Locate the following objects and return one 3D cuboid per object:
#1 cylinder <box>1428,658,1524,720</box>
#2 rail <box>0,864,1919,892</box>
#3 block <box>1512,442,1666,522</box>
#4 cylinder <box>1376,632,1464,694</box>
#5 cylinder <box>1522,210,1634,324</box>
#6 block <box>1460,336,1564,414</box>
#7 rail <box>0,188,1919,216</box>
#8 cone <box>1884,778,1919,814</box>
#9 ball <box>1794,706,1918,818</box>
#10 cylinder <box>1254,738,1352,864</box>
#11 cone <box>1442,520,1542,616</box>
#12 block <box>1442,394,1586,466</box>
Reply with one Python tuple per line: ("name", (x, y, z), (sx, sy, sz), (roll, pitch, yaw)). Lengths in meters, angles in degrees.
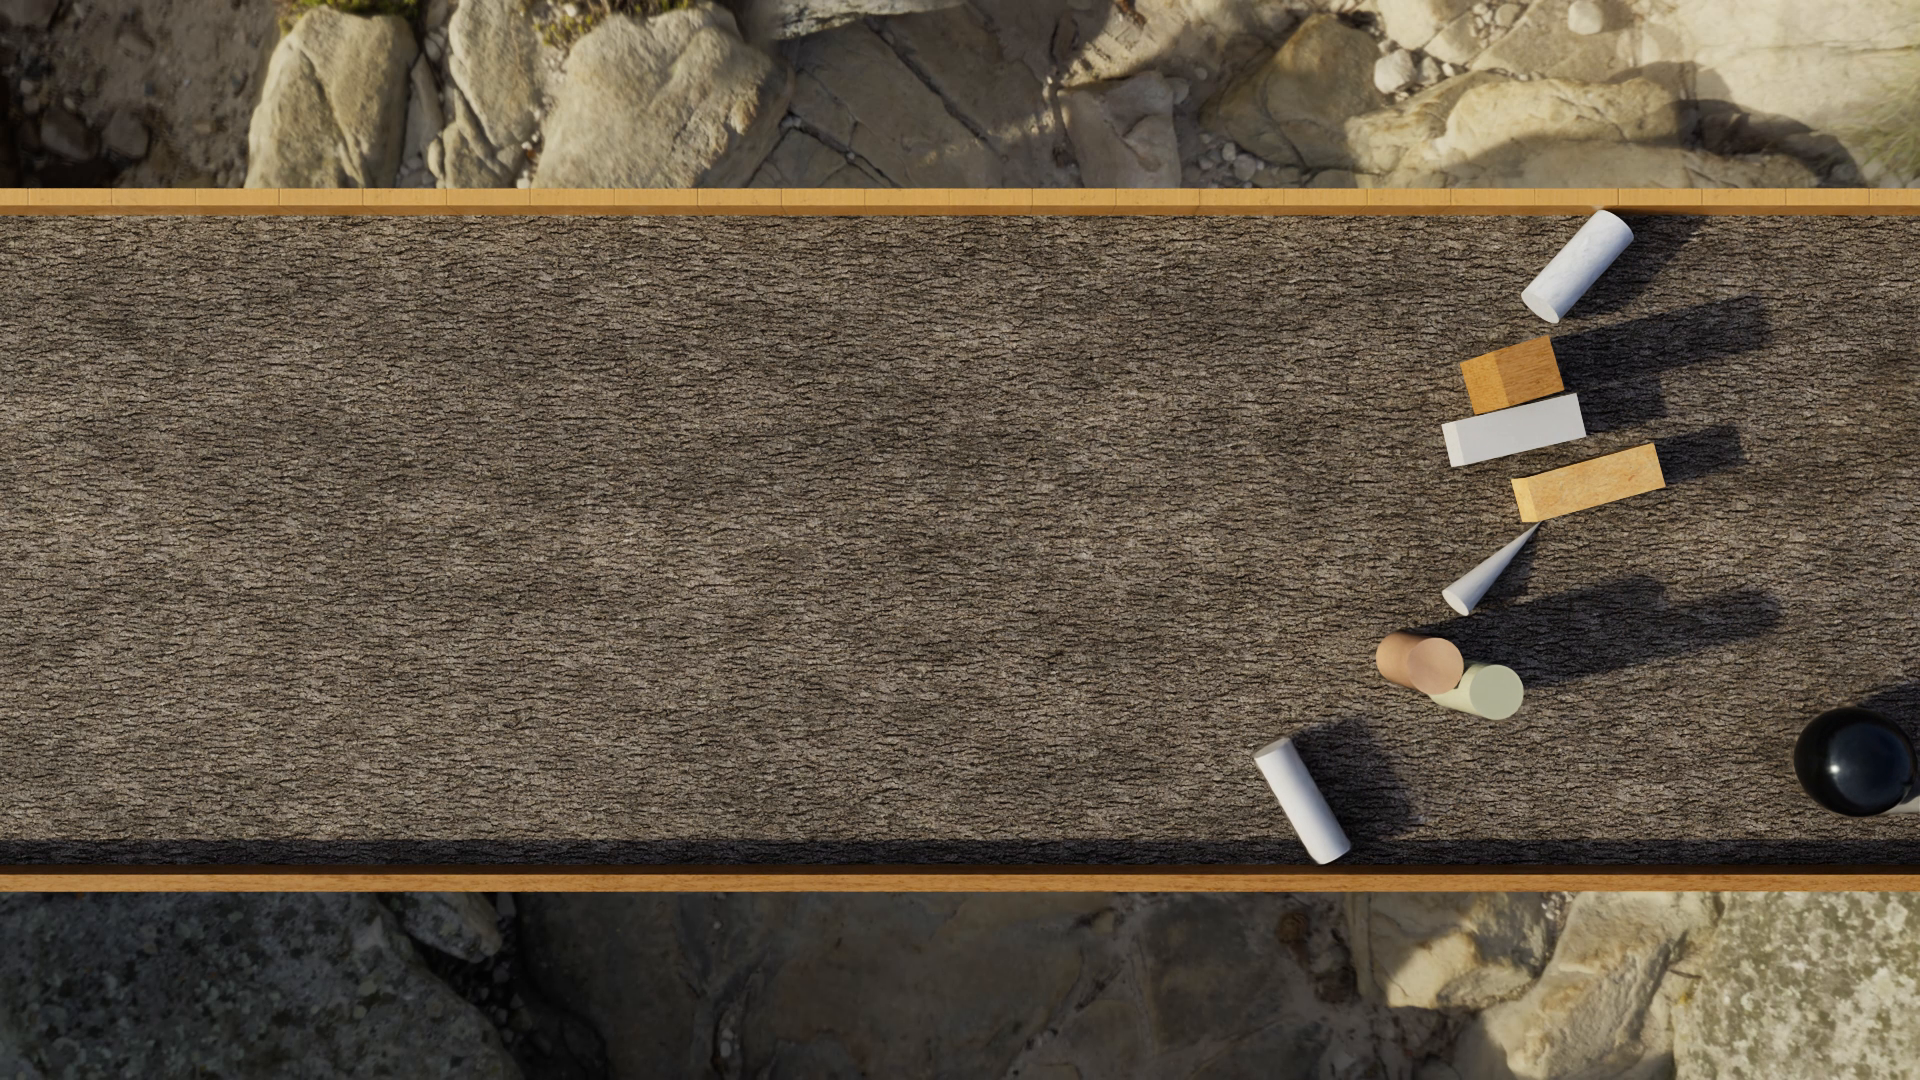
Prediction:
("cylinder", (1.513, 0.434, 4.870), (0.155, 0.409, 0.155), (0, 89, -1))
("rail", (-2.247, 1.025, 5.001), (12.000, 0.150, 0.050), (0, 90, 0))
("block", (1.905, -0.173, 5.008), (0.396, 0.136, 0.136), (-15, 90, 0))
("cylinder", (1.365, 0.363, 4.913), (0.165, 0.324, 0.165), (0, 90, -1))
("cylinder", (1.874, -0.829, 5.007), (0.140, 0.140, 0.335), (43, 90, 0))
("block", (1.638, -0.487, 4.907), (0.165, 0.336, 0.165), (-17, 90, 1))
("rail", (-2.247, -1.025, 5.002), (12.000, 0.150, 0.050), (0, 90, 0))
("cone", (2.850, 0.765, 4.879), (0.158, 0.394, 0.158), (0, 90, 0))
("ball", (2.665, 0.660, 4.913), (0.326, 0.326, 0.326), (0, 90, 0))
("cylinder", (1.041, 0.793, 5.014), (0.124, 0.124, 0.374), (-30, 90, 0))
("cone", (1.653, 0.063, 5.051), (0.389, 0.104, 0.104), (-42, 90, -8))
("block", (1.680, -0.333, 5.009), (0.374, 0.134, 0.134), (-13, 90, 0))
